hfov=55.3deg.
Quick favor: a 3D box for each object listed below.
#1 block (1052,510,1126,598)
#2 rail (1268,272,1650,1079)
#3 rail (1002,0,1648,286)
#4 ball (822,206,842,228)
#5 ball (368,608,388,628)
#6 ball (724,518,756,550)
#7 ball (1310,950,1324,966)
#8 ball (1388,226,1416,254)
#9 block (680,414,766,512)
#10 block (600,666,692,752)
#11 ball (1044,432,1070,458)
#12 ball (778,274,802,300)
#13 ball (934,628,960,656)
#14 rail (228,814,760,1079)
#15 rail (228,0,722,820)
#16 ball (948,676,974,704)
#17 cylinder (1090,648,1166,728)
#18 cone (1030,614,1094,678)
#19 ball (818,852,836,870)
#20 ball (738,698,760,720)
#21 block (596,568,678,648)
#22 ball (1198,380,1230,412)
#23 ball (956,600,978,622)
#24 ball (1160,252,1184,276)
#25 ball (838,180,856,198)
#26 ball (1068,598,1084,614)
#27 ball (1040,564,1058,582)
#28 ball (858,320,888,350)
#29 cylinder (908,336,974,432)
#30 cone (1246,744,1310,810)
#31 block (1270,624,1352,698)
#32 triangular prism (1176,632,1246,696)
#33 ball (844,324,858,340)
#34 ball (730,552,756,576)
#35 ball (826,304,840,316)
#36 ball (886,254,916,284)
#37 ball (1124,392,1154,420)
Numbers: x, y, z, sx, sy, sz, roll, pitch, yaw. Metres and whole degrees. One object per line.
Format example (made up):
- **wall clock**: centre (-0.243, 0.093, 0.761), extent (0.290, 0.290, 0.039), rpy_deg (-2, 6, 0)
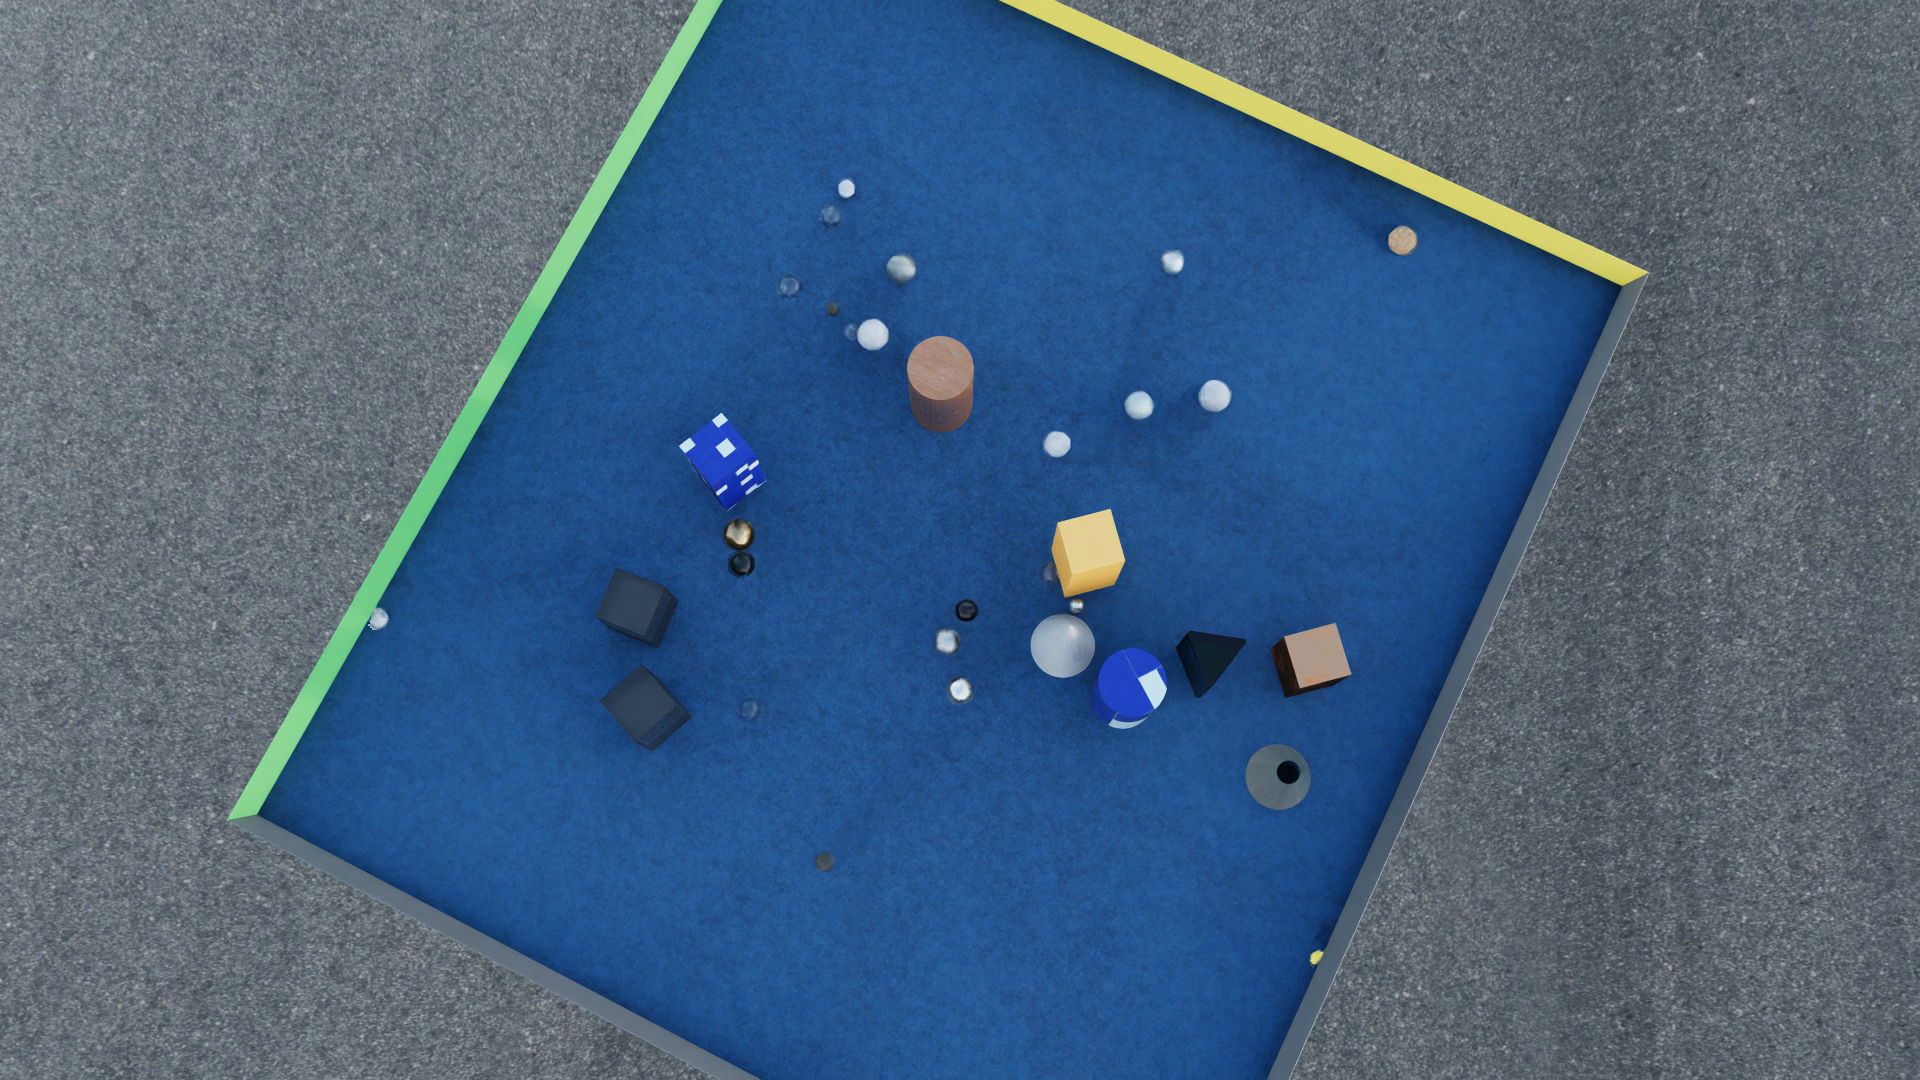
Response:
- **block**: centre (0.375, 0.044, 5.410), extent (0.156, 0.387, 0.156), rpy_deg (-14, 79, -3)
- **rail**: centre (1.347, 0.666, 5.413), extent (0.045, 0.127, 3.403), rpy_deg (26, 80, 5)
- **rail**: centre (0.750, -1.463, 5.854), extent (3.060, 0.127, 0.045), rpy_deg (26, 80, 5)
- **ball**: centre (-0.405, -1.020, 5.793), extent (0.068, 0.068, 0.068), rpy_deg (0, 78, 0)
- **ball**: centre (-1.757, 0.236, 5.538), extent (0.059, 0.059, 0.059), rpy_deg (0, 78, 0)
- **ball**: centre (-0.671, -0.018, 5.571), extent (0.096, 0.096, 0.096), rpy_deg (0, 78, 0)
- **ball**: centre (1.044, 1.219, 5.342), extent (0.044, 0.044, 0.044), rpy_deg (0, 78, 0)
- **ball**: centre (1.392, -0.943, 5.767), extent (0.088, 0.088, 0.088), rpy_deg (0, 78, 0)
- **block**: centre (-0.706, -0.229, 5.491), extent (0.156, 0.339, 0.156), rpy_deg (-39, 81, -7)
- **block**: centre (-0.914, 0.494, 5.356), extent (0.156, 0.309, 0.156), rpy_deg (-41, 81, -8)
- **ball**: centre (0.300, -0.294, 5.636), extent (0.082, 0.082, 0.082), rpy_deg (0, 78, 0)
- **ball**: centre (-0.533, -0.791, 5.740), extent (0.078, 0.078, 0.078), rpy_deg (0, 78, 0)
- **ball**: centre (-0.040, 0.308, 5.512), extent (0.081, 0.081, 0.081), rpy_deg (0, 78, 0)
- **rail**: centre (-0.750, 1.476, 5.245), extent (3.060, 0.127, 0.045), rpy_deg (26, 80, 5)
- **rail**: centre (-1.347, -0.653, 5.686), extent (0.045, 0.127, 3.403), rpy_deg (26, 80, 5)
- **ball**: centre (0.003, 0.449, 5.482), extent (0.082, 0.082, 0.082), rpy_deg (0, 78, 0)
- **cylinder**: centre (0.489, 0.437, 5.356), extent (0.195, 0.334, 0.195), rpy_deg (0, 78, 0)
- **cone**: centre (0.311, 0.281, 5.361), extent (0.195, 0.387, 0.195), rpy_deg (0, 78, 0)
- **ball**: centre (-0.394, 0.943, 5.394), extent (0.054, 0.054, 0.054), rpy_deg (0, 78, 0)
- **ball**: centre (-0.631, 0.506, 5.477), extent (0.069, 0.069, 0.069), rpy_deg (0, 78, 0)
- **block**: centre (-0.958, 0.204, 5.445), extent (0.156, 0.253, 0.156), rpy_deg (21, 79, 4)
- **ball**: centre (0.785, -0.444, 5.659), extent (0.097, 0.097, 0.097), rpy_deg (0, 78, 0)
- **ball**: centre (0.021, 0.214, 5.537), extent (0.069, 0.069, 0.069), rpy_deg (0, 78, 0)
- **ball**: centre (0.665, -0.869, 5.758), extent (0.075, 0.075, 0.075), rpy_deg (0, 78, 0)
- **ball**: centre (-0.360, -1.114, 5.819), extent (0.055, 0.055, 0.055), rpy_deg (0, 78, 0)
- **ball**: centre (0.351, 0.200, 5.553), extent (0.044, 0.044, 0.044), rpy_deg (0, 78, 0)
- **ball**: centre (0.270, 0.099, 5.567), extent (0.057, 0.057, 0.057), rpy_deg (0, 78, 0)
- **ball**: centre (-0.270, -0.638, 5.699), extent (0.097, 0.097, 0.097), rpy_deg (0, 78, 0)
- **cylinder**: centre (-0.057, -0.466, 5.528), extent (0.195, 0.363, 0.195), rpy_deg (0, 78, 0)
- **cone**: centre (0.950, 0.677, 5.323), extent (0.195, 0.301, 0.195), rpy_deg (0, 78, 0)
- **block**: centre (1.035, 0.358, 5.420), extent (0.156, 0.240, 0.156), rpy_deg (-15, 79, -3)
- **triangular prism**: centre (0.712, 0.337, 5.397), extent (0.146, 0.293, 0.169), rpy_deg (38, 81, 7)
- **ball**: centre (-0.338, -0.651, 5.728), extent (0.046, 0.046, 0.046), rpy_deg (0, 78, 0)
- **ball**: centre (-0.659, 0.073, 5.563), extent (0.076, 0.076, 0.076), rpy_deg (0, 78, 0)
- **ball**: centre (-0.398, -0.721, 5.745), extent (0.040, 0.040, 0.040), rpy_deg (0, 78, 0)
- **ball**: centre (-0.185, -0.850, 5.746), extent (0.091, 0.091, 0.091), rpy_deg (0, 78, 0)
- **ball**: centre (0.553, -0.414, 5.657), extent (0.089, 0.089, 0.089), rpy_deg (0, 78, 0)
